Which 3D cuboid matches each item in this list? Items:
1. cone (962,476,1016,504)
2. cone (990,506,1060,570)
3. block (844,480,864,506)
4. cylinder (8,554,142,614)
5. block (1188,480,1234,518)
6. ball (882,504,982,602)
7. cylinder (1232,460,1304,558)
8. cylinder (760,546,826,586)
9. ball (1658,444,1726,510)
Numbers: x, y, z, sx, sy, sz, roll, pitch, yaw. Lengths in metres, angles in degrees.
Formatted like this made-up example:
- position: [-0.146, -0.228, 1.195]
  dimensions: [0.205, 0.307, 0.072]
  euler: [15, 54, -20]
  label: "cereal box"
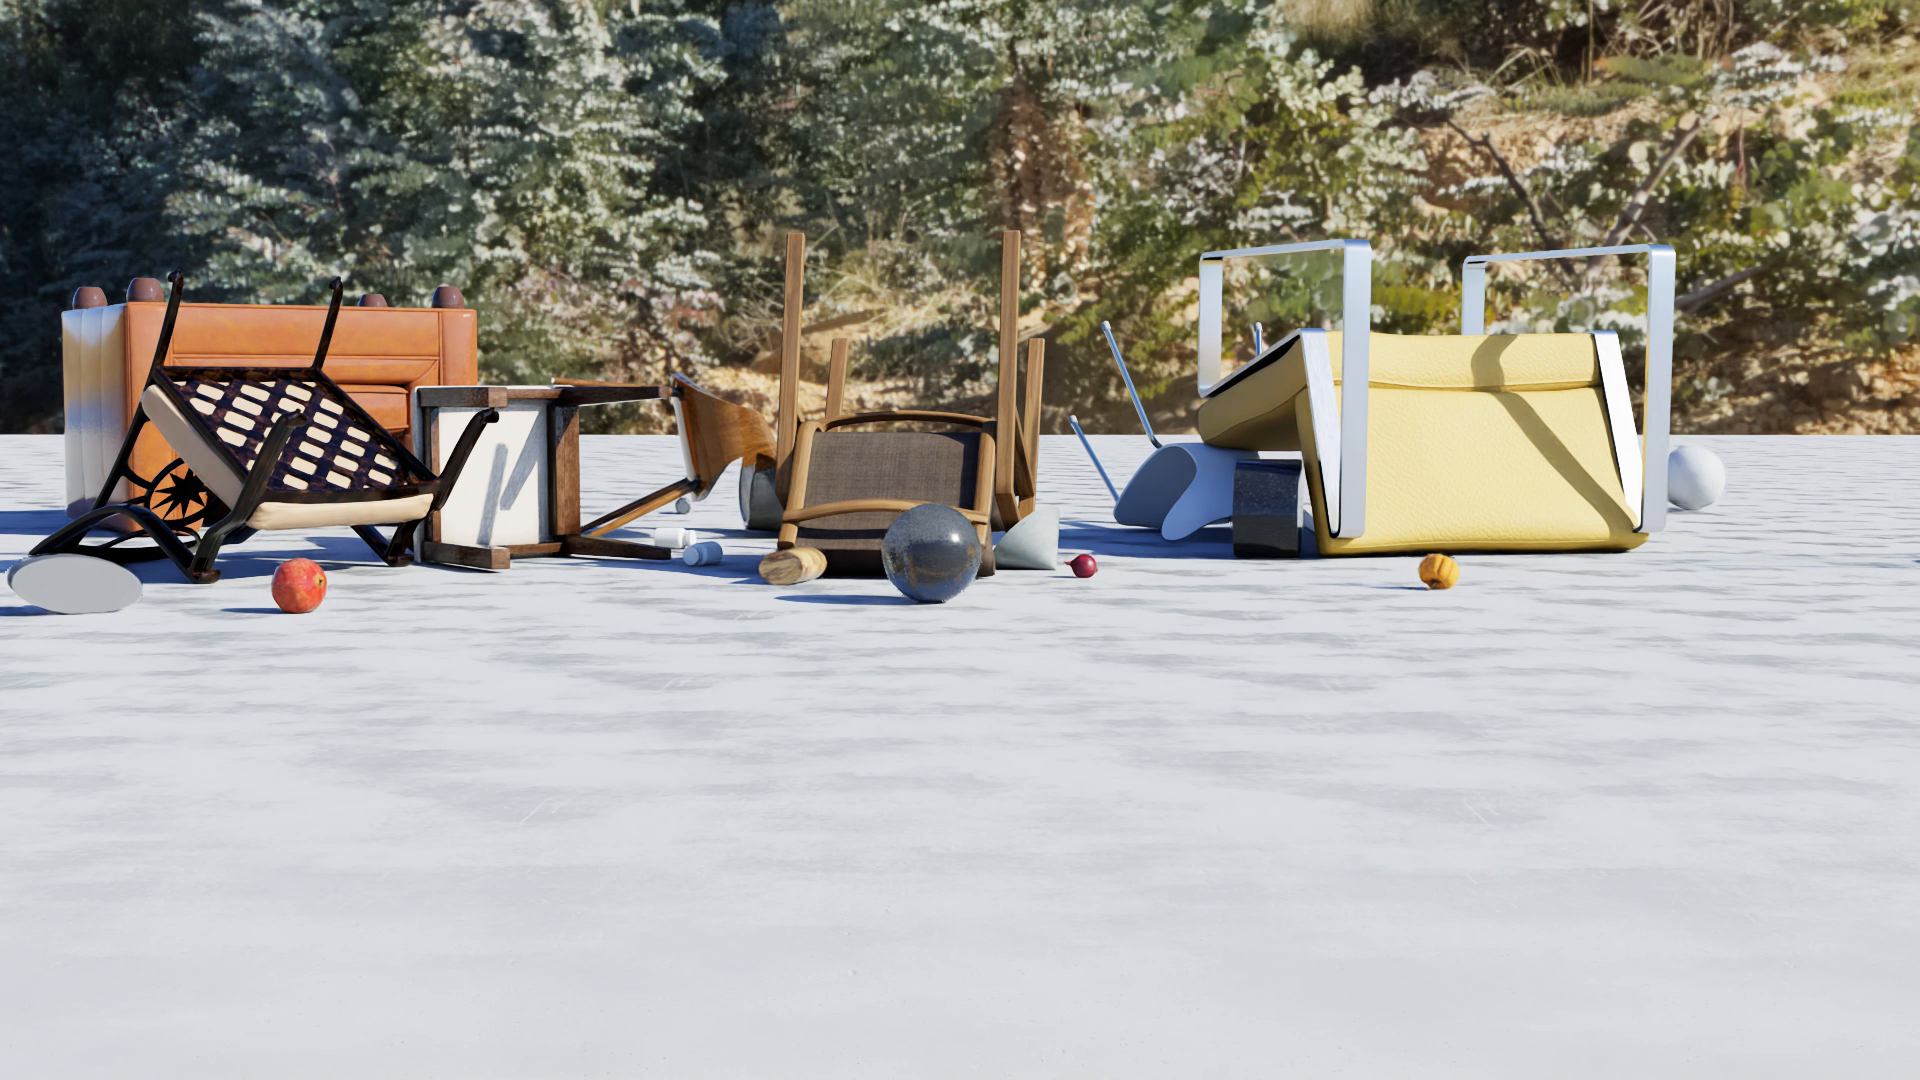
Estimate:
- position: [0.096, -0.168, 8.563]
  dimensions: [0.203, 0.112, 0.236]
  euler: [-16, -11, 7]
  label: "cone"
- position: [0.200, 0.034, 5.467]
  dimensions: [0.231, 0.204, 0.122]
  euler: [-27, 63, -34]
  label: "cone"
- position: [-0.409, -0.181, 8.471]
  dimensions: [0.072, 0.097, 0.095]
  euler: [-1, 4, -9]
  label: "block"
- position: [-1.780, 0.088, 4.422]
  dimensions: [0.244, 0.112, 0.102]
  euler: [5, 1, -28]
  label: "cylinder"
- position: [0.902, -0.145, 7.722]
  dimensions: [0.165, 0.129, 0.120]
  euler: [2, 4, 25]
  label: "block"
- position: [-0.059, 0.028, 4.618]
  dimensions: [0.209, 0.209, 0.209]
  euler: [0, 4, 0]
  label: "ball"
- position: [0.824, -0.084, 5.868]
  dimensions: [0.168, 0.257, 0.313]
  euler: [1, 19, 12]
  label: "cylinder"
- position: [-0.386, 0.060, 5.098]
  dimensions: [0.108, 0.079, 0.149]
  euler: [-2, 3, 18]
  label: "cylinder"
- position: [2.719, -0.232, 8.168]
  dimensions: [0.241, 0.241, 0.241]
  euler: [0, 4, 0]
  label: "ball"
